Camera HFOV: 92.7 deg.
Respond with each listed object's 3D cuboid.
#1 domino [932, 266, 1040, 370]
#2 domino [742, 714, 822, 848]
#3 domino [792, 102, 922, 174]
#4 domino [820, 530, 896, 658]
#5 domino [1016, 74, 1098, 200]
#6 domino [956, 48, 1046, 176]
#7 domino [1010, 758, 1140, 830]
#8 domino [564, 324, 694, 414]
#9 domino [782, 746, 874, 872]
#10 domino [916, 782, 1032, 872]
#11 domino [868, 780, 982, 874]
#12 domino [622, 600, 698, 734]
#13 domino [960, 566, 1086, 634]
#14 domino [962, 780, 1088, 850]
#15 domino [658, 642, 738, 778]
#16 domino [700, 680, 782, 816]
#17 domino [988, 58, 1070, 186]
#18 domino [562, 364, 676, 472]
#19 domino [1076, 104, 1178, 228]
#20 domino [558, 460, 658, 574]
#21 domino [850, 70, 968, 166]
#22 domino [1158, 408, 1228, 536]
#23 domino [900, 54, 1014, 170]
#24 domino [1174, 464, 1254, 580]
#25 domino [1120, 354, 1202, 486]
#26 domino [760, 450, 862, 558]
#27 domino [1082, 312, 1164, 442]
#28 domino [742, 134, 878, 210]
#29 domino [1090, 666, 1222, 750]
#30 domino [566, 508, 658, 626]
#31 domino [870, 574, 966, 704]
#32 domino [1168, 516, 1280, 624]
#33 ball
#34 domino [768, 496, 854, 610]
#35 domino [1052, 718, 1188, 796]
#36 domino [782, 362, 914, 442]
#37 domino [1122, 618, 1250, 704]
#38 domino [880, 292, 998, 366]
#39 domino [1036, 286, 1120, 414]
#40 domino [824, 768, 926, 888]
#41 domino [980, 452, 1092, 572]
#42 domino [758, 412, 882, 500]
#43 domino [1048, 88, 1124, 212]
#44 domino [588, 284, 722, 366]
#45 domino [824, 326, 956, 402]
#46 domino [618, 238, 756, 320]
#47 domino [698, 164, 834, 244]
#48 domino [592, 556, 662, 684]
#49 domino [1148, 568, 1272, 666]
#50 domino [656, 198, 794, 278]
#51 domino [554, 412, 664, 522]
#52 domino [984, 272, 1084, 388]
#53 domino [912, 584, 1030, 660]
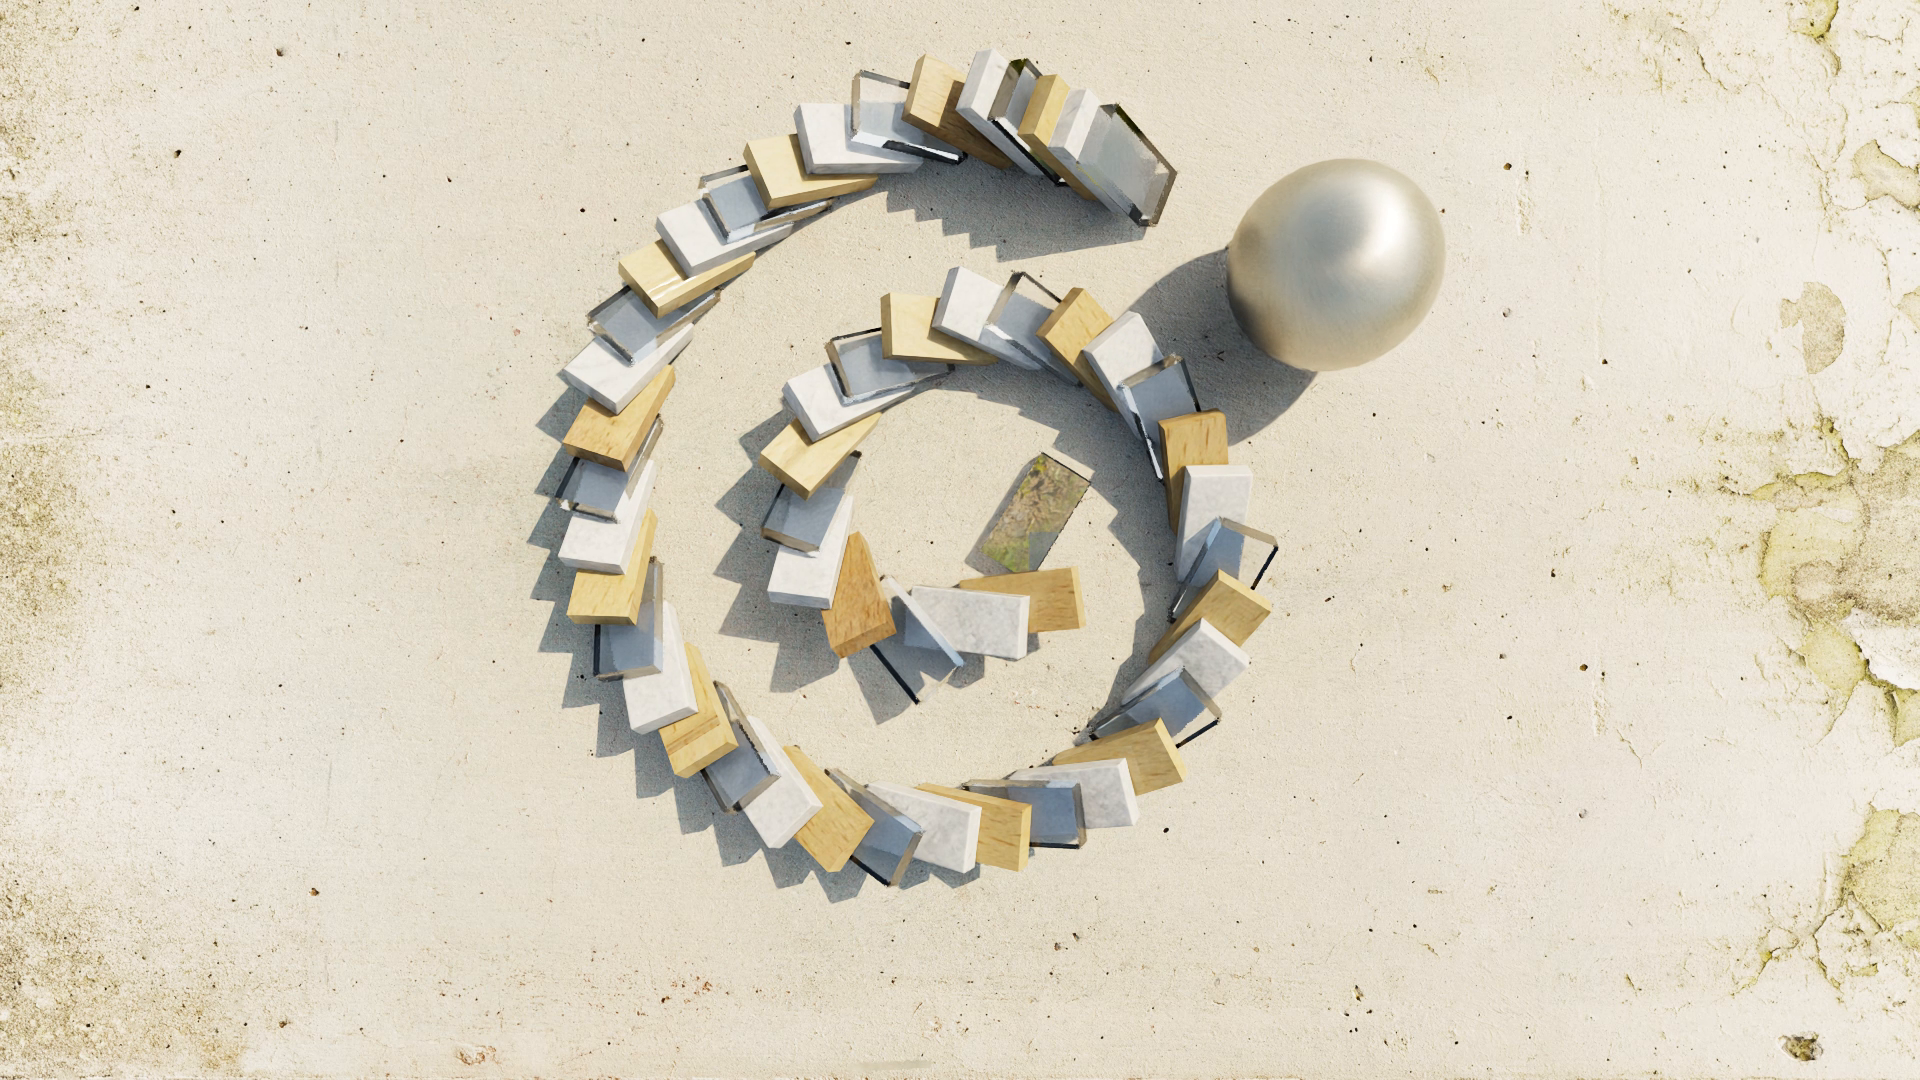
[{"bbox_3d":[0.015,-0.092,0.384,0.050,0.009,0.025,18,89,-29],"label":"domino"},{"bbox_3d":[-0.082,0.101,0.384,0.025,0.010,0.050,-45,62,0],"label":"domino"},{"bbox_3d":[-0.042,-0.168,0.384,0.050,0.009,0.025,-13,90,-28],"label":"domino"},{"bbox_3d":[-0.045,0.022,0.380,0.025,0.010,0.050,-26,51,4],"label":"domino"},{"bbox_3d":[0.046,-0.165,0.379,0.010,0.050,0.025,21,90,43],"label":"domino"},{"bbox_3d":[0.022,-0.176,0.379,0.010,0.050,0.025,20,90,44],"label":"domino"},{"bbox_3d":[0.048,0.108,0.384,0.050,0.009,0.025,-14,90,28],"label":"domino"},{"bbox_3d":[-0.138,-0.079,0.384,0.025,0.010,0.050,34,62,0],"label":"domino"},{"bbox_3d":[-0.062,0.112,0.384,0.050,0.009,0.025,35,90,28],"label":"domino"},{"bbox_3d":[0.004,0.120,0.384,0.050,0.009,0.025,4,90,27],"label":"domino"},{"bbox_3d":[-0.017,0.119,0.384,0.050,0.009,0.025,7,90,28],"label":"domino"},{"bbox_3d":[-0.128,0.053,0.384,0.025,0.009,0.050,-22,62,0],"label":"domino"},{"bbox_3d":[0.026,0.026,0.385,0.050,0.010,0.025,-8,91,25],"label":"domino"},{"bbox_3d":[0.027,0.114,0.384,0.050,0.009,0.025,-7,90,28],"label":"domino"},{"bbox_3d":[-0.114,0.071,0.384,0.025,0.009,0.050,-32,62,0],"label":"domino"},{"bbox_3d":[-0.099,0.087,0.384,0.025,0.010,0.050,-40,62,0],"label":"domino"},{"bbox_3d":[0.034,-0.171,0.379,0.009,0.050,0.025,21,89,43],"label":"domino"},{"bbox_3d":[-0.142,-0.055,0.384,0.025,0.010,0.050,18,63,0],"label":"domino"},{"bbox_3d":[0.070,-0.154,0.379,0.010,0.050,0.025,21,90,43],"label":"domino"},{"bbox_3d":[-0.147,-0.012,0.384,0.025,0.010,0.050,8,63,0],"label":"domino"},{"bbox_3d":[-0.021,-0.176,0.384,0.050,0.009,0.025,1,90,-29],"label":"domino"},{"bbox_3d":[0.099,-0.028,0.384,0.025,0.010,0.050,-13,118,0],"label":"domino"},{"bbox_3d":[0.002,-0.178,0.384,0.050,0.010,0.025,15,90,-29],"label":"domino"},{"bbox_3d":[0.105,-0.007,0.383,0.025,0.010,0.050,-1,120,0],"label":"domino"},{"bbox_3d":[0.088,-0.049,0.383,0.025,0.010,0.050,-29,119,-1],"label":"domino"},{"bbox_3d":[-0.061,-0.019,0.383,0.025,0.009,0.050,19,58,0],"label":"domino"},{"bbox_3d":[0.075,-0.067,0.384,0.025,0.010,0.050,-40,118,-2],"label":"domino"},{"bbox_3d":[-0.062,-0.157,0.384,0.050,0.010,0.025,-23,90,-27],"label":"domino"},{"bbox_3d":[0.081,0.077,0.384,0.025,0.010,0.050,48,118,0],"label":"domino"},{"bbox_3d":[-0.145,0.010,0.384,0.025,0.009,0.050,2,62,0],"label":"domino"},{"bbox_3d":[-0.024,0.042,0.386,0.025,0.010,0.050,-45,74,15],"label":"domino"},{"bbox_3d":[0.109,0.017,0.384,0.025,0.010,0.050,21,119,-1],"label":"domino"},{"bbox_3d":[0.146,-0.107,0.360,0.080,0.080,0.080,0,90,0],"label":"ball"},{"bbox_3d":[-0.061,0.003,0.382,0.025,0.009,0.050,7,58,3],"label":"domino"},{"bbox_3d":[0.066,0.095,0.384,0.050,0.010,0.025,-27,90,29],"label":"domino"},{"bbox_3d":[-0.046,-0.063,0.383,0.050,0.010,0.025,-31,90,-30],"label":"domino"},{"bbox_3d":[0.094,0.059,0.384,0.025,0.009,0.050,39,118,0],"label":"domino"},{"bbox_3d":[-0.008,-0.088,0.383,0.050,0.009,0.025,-2,90,-30],"label":"domino"},{"bbox_3d":[0.057,-0.079,0.384,0.050,0.009,0.025,39,90,-29],"label":"domino"},{"bbox_3d":[-0.041,0.120,0.384,0.050,0.009,0.025,26,90,28],"label":"domino"},{"bbox_3d":[0.033,-0.010,0.395,0.025,0.010,0.050,32,90,0],"label":"domino"},{"bbox_3d":[-0.058,-0.042,0.383,0.025,0.010,0.050,38,60,0],"label":"domino"},{"bbox_3d":[0.058,-0.160,0.379,0.009,0.050,0.025,21,90,43],"label":"domino"},{"bbox_3d":[-0.127,-0.098,0.384,0.025,0.009,0.050,41,62,1],"label":"domino"},{"bbox_3d":[-0.029,-0.076,0.384,0.050,0.010,0.025,-20,90,-29],"label":"domino"},{"bbox_3d":[-0.114,-0.116,0.384,0.050,0.009,0.025,-40,89,-27],"label":"domino"},{"bbox_3d":[-0.081,-0.145,0.384,0.050,0.009,0.025,-29,90,-27],"label":"domino"},{"bbox_3d":[-0.139,0.033,0.384,0.025,0.009,0.050,-10,62,0],"label":"domino"},{"bbox_3d":[0.104,0.039,0.384,0.025,0.009,0.050,32,118,0],"label":"domino"},{"bbox_3d":[-0.098,-0.132,0.384,0.050,0.009,0.025,-34,89,-27],"label":"domino"},{"bbox_3d":[-0.146,-0.034,0.384,0.025,0.009,0.050,14,63,0],"label":"domino"},{"bbox_3d":[0.037,-0.087,0.384,0.050,0.010,0.025,29,90,-29],"label":"domino"},{"bbox_3d":[0.003,0.034,0.385,0.050,0.010,0.025,5,94,24],"label":"domino"}]
